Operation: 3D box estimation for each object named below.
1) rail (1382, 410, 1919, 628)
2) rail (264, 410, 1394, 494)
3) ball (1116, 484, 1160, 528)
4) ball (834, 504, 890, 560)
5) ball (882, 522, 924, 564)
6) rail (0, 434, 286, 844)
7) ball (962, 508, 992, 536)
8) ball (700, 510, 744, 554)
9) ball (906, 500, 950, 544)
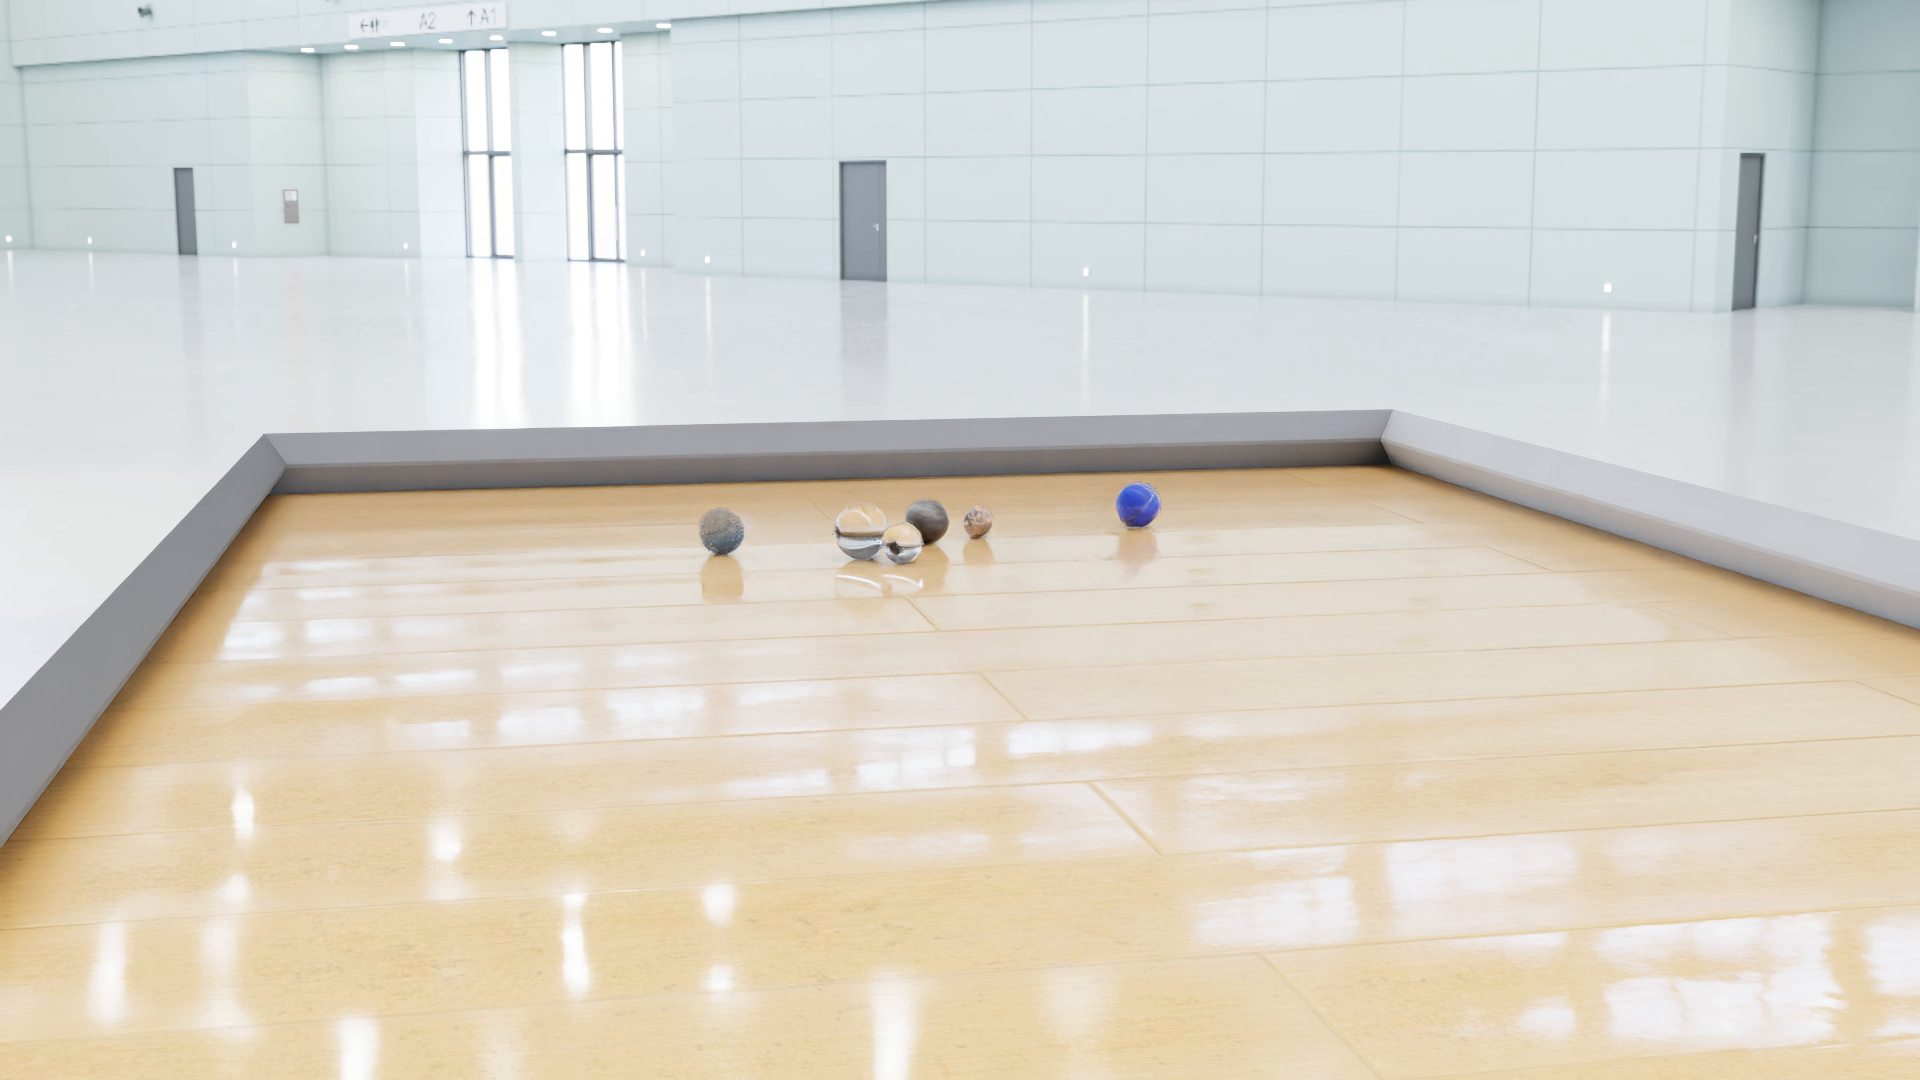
[{"bbox_3d":[1.291,0.098,2.655,0.045,0.114,4.029,-2,9,-12],"label":"rail"},{"bbox_3d":[-0.199,-0.176,4.358,2.269,0.114,0.045,-2,9,-12],"label":"rail"},{"bbox_3d":[0.304,-0.059,3.756,0.075,0.075,0.075,0,9,0],"label":"ball"},{"bbox_3d":[-0.154,-0.014,3.437,0.088,0.088,0.088,0,9,0],"label":"ball"},{"bbox_3d":[-0.089,0.004,3.401,0.064,0.064,0.064,0,9,0],"label":"ball"},{"bbox_3d":[-0.884,0.169,2.212,0.045,0.114,4.029,-2,9,-12],"label":"rail"},{"bbox_3d":[0.029,-0.030,3.657,0.050,0.050,0.050,0,9,0],"label":"ball"},{"bbox_3d":[-0.377,-0.013,3.483,0.072,0.072,0.072,0,9,0],"label":"ball"},{"bbox_3d":[-0.053,-0.030,3.587,0.071,0.071,0.071,0,9,0],"label":"ball"}]
